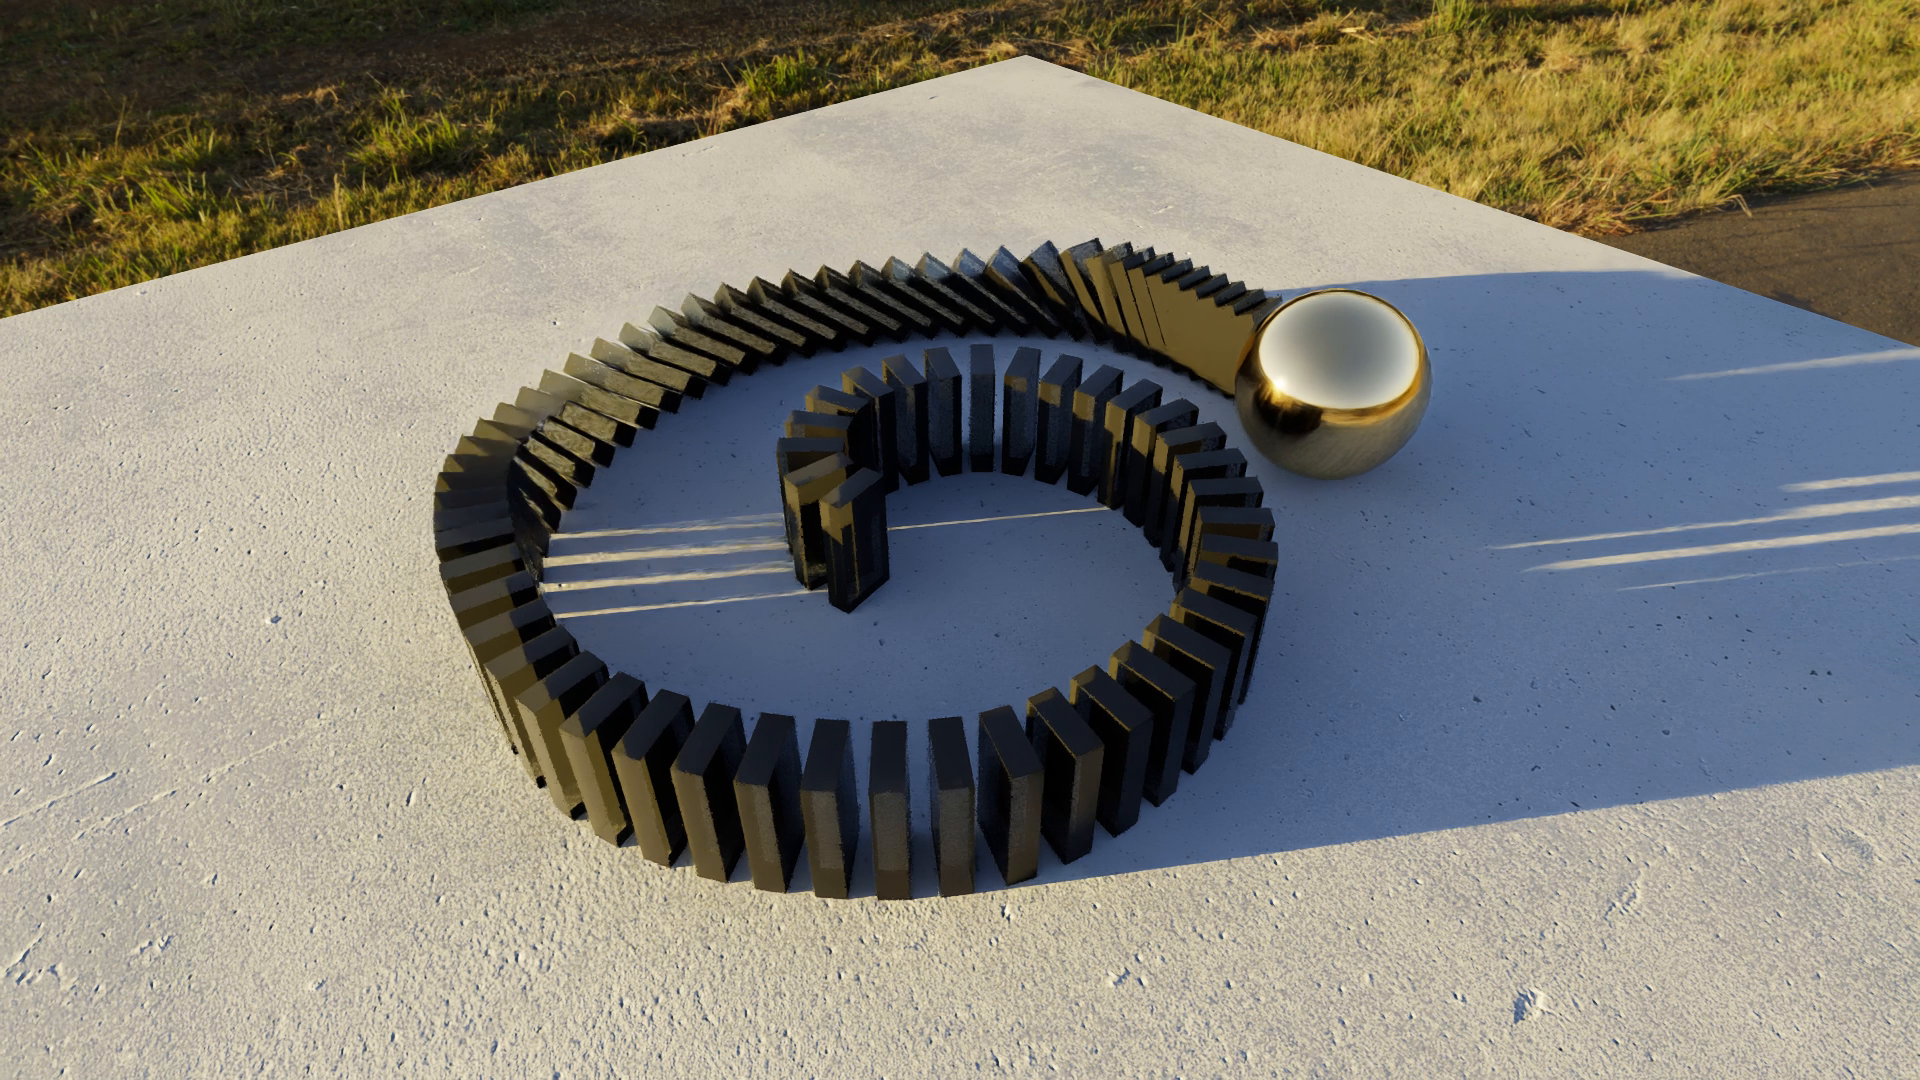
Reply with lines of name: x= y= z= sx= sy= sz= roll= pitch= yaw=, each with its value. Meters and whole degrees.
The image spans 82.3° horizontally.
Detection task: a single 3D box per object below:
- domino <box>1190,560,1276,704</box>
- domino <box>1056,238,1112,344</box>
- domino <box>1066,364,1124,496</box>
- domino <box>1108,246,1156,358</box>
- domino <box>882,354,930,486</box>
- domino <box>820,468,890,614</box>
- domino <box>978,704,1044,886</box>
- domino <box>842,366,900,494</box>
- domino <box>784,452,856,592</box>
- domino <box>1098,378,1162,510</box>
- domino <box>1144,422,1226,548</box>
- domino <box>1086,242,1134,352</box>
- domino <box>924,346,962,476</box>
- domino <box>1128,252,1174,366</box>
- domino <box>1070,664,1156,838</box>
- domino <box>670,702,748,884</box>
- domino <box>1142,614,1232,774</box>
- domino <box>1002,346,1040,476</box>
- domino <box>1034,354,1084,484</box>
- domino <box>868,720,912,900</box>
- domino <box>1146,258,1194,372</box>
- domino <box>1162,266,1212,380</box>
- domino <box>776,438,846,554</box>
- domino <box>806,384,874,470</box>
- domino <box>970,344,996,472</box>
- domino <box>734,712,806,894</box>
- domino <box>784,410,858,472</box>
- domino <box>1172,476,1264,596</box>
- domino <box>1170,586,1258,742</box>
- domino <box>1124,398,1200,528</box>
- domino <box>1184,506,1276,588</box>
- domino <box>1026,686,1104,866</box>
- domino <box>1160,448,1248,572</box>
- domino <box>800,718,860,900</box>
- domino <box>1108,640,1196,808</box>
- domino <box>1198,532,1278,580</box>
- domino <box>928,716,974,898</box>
domino: x=0.089 y=0.032 z=0.373 sx=0.025 sy=0.050 sz=0.009 roll=17 pitch=42 yaw=19
domino: x=0.072 y=-0.130 z=0.575 sx=0.025 sy=0.050 sz=0.009 roll=-29 pitch=4 yaw=-36
domino: x=0.057 y=-0.046 z=0.468 sx=0.010 sy=0.050 sz=0.025 roll=23 pitch=45 yaw=26
domino: x=0.094 y=-0.121 z=0.560 sx=0.025 sy=0.050 sz=0.009 roll=-32 pitch=21 yaw=-33
domino: x=-0.023 y=-0.052 z=0.474 sx=0.010 sy=0.050 sz=0.025 roll=-18 pitch=42 yaw=-20
domino: x=-0.039 y=0.001 z=0.411 sx=0.010 sy=0.050 sz=0.025 roll=24 pitch=45 yaw=27
domino: x=0.014 y=0.075 z=0.320 sx=0.010 sy=0.050 sz=0.025 roll=-13 pitch=41 yaw=-15
domino: x=-0.038 y=-0.046 z=0.467 sx=0.009 sy=0.050 sz=0.025 roll=-26 pitch=46 yaw=-28
domino: x=-0.052 y=-0.007 z=0.420 sx=0.025 sy=0.050 sz=0.010 roll=-27 pitch=46 yaw=-29
domino: x=0.071 y=-0.040 z=0.460 sx=0.009 sy=0.050 sz=0.025 roll=31 pitch=48 yaw=32
domino: x=0.089 y=-0.021 z=0.438 sx=0.025 sy=0.050 sz=0.009 roll=-12 pitch=41 yaw=-15
domino: x=0.084 y=-0.125 z=0.565 sx=0.025 sy=0.050 sz=0.010 roll=-34 pitch=21 yaw=-34
domino: x=-0.007 y=-0.056 z=0.479 sx=0.010 sy=0.050 sz=0.025 roll=-10 pitch=40 yaw=-13
domino: x=0.103 y=-0.116 z=0.555 sx=0.025 sy=0.050 sz=0.009 roll=-32 pitch=21 yaw=-33
domino: x=0.044 y=0.064 z=0.333 sx=0.009 sy=0.050 sz=0.025 roll=-25 pitch=46 yaw=-27
domino: x=-0.071 y=0.074 z=0.321 sx=0.009 sy=0.050 sz=0.025 roll=10 pitch=40 yaw=12
domino: x=0.069 y=0.050 z=0.351 sx=0.025 sy=0.050 sz=0.010 roll=29 pitch=48 yaw=31
domino: x=0.026 y=-0.056 z=0.479 sx=0.009 sy=0.050 sz=0.025 roll=11 pitch=41 yaw=13
domino: x=0.042 y=-0.052 z=0.475 sx=0.010 sy=0.050 sz=0.025 roll=17 pitch=42 yaw=20
domino: x=-0.020 y=0.078 z=0.316 sx=0.010 sy=0.050 sz=0.025 roll=-1 pitch=39 yaw=-1
domino: x=0.111 y=-0.112 z=0.549 sx=0.025 sy=0.050 sz=0.009 roll=-33 pitch=21 yaw=-33
domino: x=0.118 y=-0.107 z=0.543 sx=0.025 sy=0.050 sz=0.010 roll=-33 pitch=21 yaw=-33
domino: x=-0.057 y=-0.017 z=0.432 sx=0.025 sy=0.050 sz=0.010 roll=-1 pitch=39 yaw=-1
domino: x=-0.049 y=-0.038 z=0.458 sx=0.025 sy=0.050 sz=0.009 roll=19 pitch=43 yaw=22
domino: x=0.010 y=-0.057 z=0.481 sx=0.009 sy=0.050 sz=0.025 roll=-1 pitch=39 yaw=-1
domino: x=-0.054 y=0.077 z=0.318 sx=0.009 sy=0.050 sz=0.025 roll=6 pitch=40 yaw=7
domino: x=-0.055 y=-0.028 z=0.445 sx=0.025 sy=0.050 sz=0.009 roll=8 pitch=40 yaw=9
domino: x=0.096 y=0.000 z=0.412 sx=0.025 sy=0.050 sz=0.009 roll=-3 pitch=39 yaw=-4
domino: x=0.080 y=0.041 z=0.361 sx=0.025 sy=0.050 sz=0.010 roll=24 pitch=45 yaw=26
domino: x=0.082 y=-0.031 z=0.450 sx=0.025 sy=0.050 sz=0.010 roll=-22 pitch=44 yaw=-25
domino: x=0.096 y=0.011 z=0.398 sx=0.025 sy=0.050 sz=0.010 roll=2 pitch=39 yaw=2
domino: x=0.030 y=0.070 z=0.326 sx=0.009 sy=0.050 sz=0.025 roll=-20 pitch=43 yaw=-22
domino: x=0.093 y=-0.011 z=0.425 sx=0.025 sy=0.050 sz=0.009 roll=-7 pitch=40 yaw=-9
domino: x=-0.037 y=0.078 z=0.316 sx=0.010 sy=0.050 sz=0.025 roll=3 pitch=39 yaw=4
domino: x=0.057 y=0.057 z=0.341 sx=0.009 sy=0.050 sz=0.025 roll=-30 pitch=48 yaw=-32
domino: x=0.094 y=0.022 z=0.385 sx=0.025 sy=0.050 sz=0.009 roll=8 pitch=40 yaw=9
domino: x=-0.003 y=0.077 z=0.317 sx=0.009 sy=0.050 sz=0.025 roll=-5 pitch=40 yaw=-6
